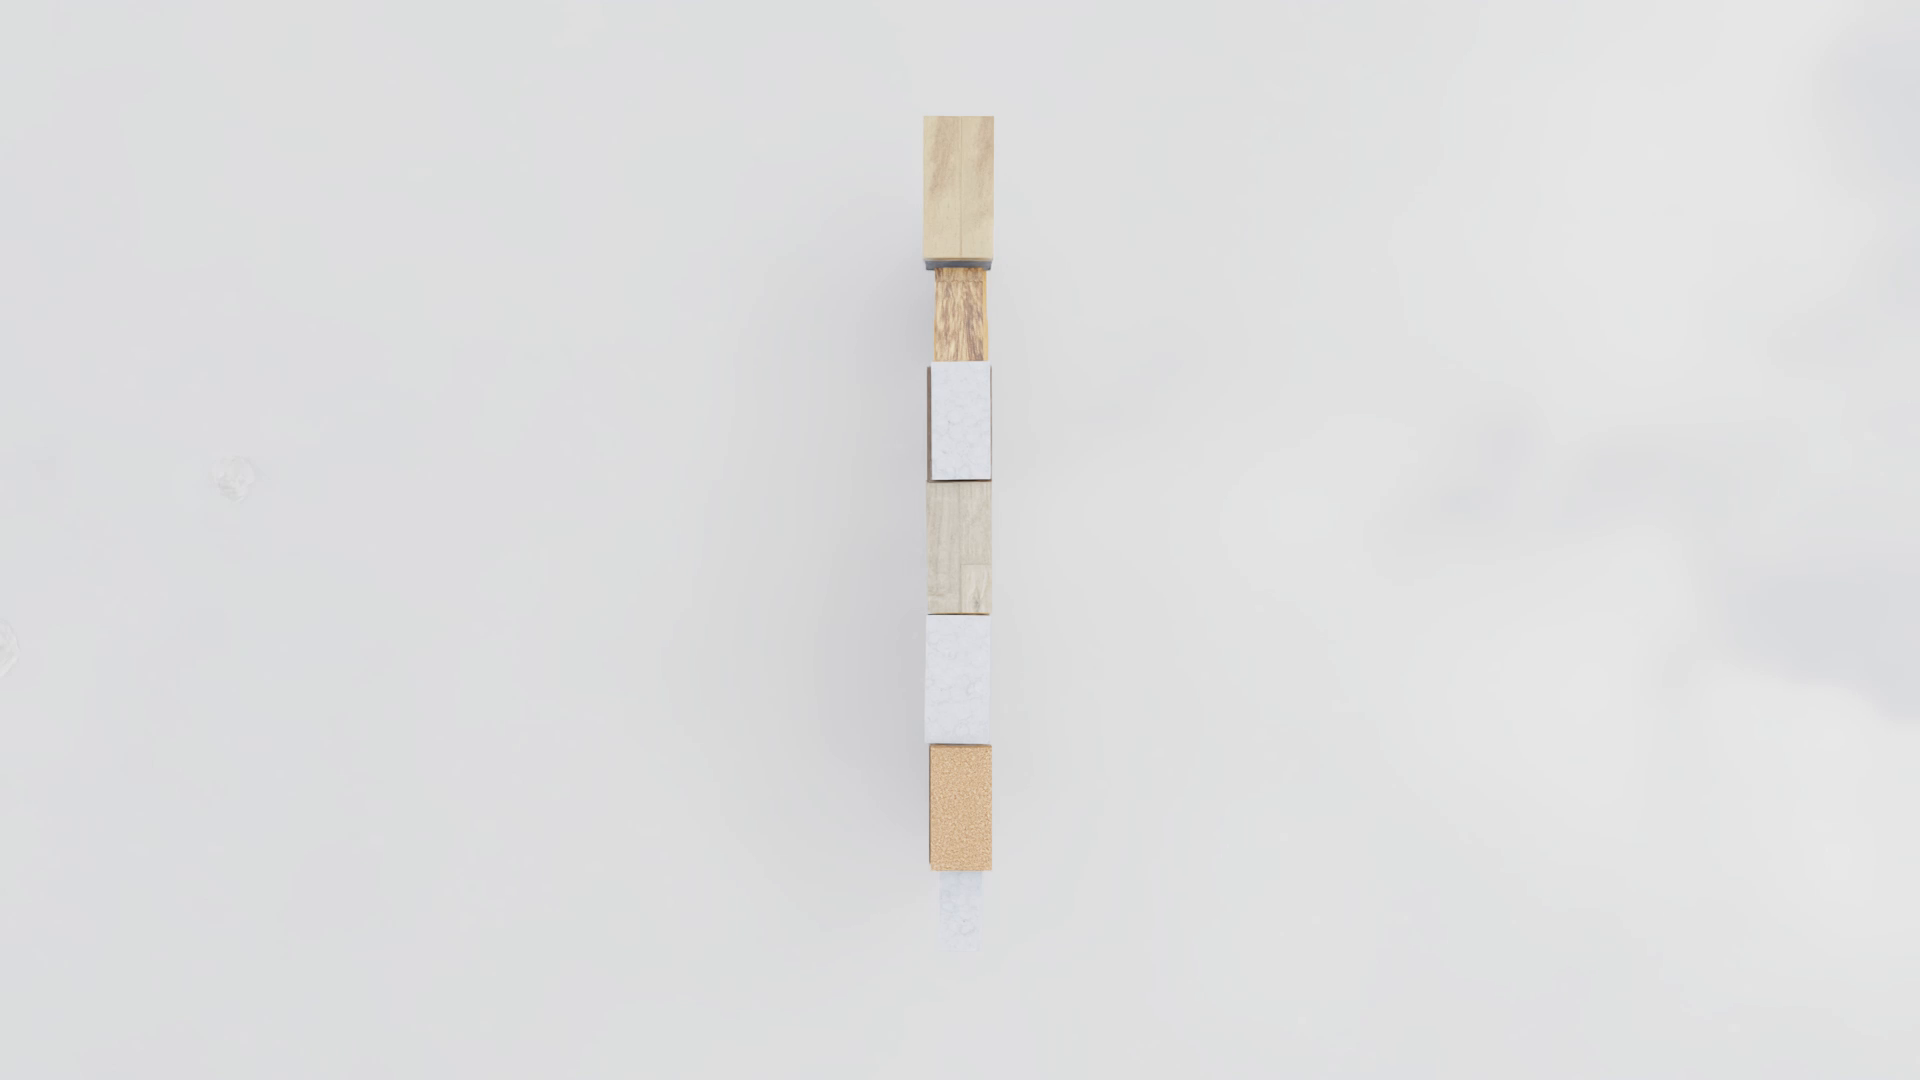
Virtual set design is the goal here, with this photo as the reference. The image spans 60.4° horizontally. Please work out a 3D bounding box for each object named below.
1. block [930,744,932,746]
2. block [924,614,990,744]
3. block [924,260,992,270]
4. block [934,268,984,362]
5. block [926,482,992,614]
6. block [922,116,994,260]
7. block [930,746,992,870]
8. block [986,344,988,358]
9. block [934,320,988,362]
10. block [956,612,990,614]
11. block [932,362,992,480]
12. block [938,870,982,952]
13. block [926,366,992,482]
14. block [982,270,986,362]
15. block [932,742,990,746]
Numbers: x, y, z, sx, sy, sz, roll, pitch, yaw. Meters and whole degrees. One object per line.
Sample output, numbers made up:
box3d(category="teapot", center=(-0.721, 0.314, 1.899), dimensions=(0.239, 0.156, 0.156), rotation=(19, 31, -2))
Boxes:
box3d(category="block", center=(-0.003, 0.722, 4.519), dimensions=(0.162, 0.046, 0.323), rotation=(0, 90, 0))
box3d(category="block", center=(-0.006, 0.354, 4.208), dimensions=(0.163, 0.046, 0.327), rotation=(1, 90, 0))
box3d(category="block", center=(-0.004, -0.764, 4.344), dimensions=(0.177, 0.354, 0.050), rotation=(0, 90, 0))
box3d(category="block", center=(-0.002, -0.576, 4.257), dimensions=(0.123, 0.035, 0.247), rotation=(0, 90, 0))
box3d(category="block", center=(-0.001, 0.019, 4.204), dimensions=(0.166, 0.047, 0.331), rotation=(-1, 90, 0))
box3d(category="block", center=(-0.004, -0.882, 4.142), dimensions=(0.177, 0.050, 0.354), rotation=(0, 90, 0))
box3d(category="block", center=(0.003, 0.676, 4.165), dimensions=(0.155, 0.044, 0.310), rotation=(0, 90, 0))
box3d(category="block", center=(0.005, -0.522, 4.700), dimensions=(0.139, 0.279, 0.040), rotation=(0, 90, 0))
box3d(category="block", center=(0.004, -0.514, 5.136), dimensions=(0.170, 0.048, 0.340), rotation=(0, 90, 0))
box3d(category="block", center=(0.005, 0.219, 4.581), dimensions=(0.155, 0.044, 0.310), rotation=(0, 90, 0))
box3d(category="block", center=(0.003, -0.301, 4.174), dimensions=(0.149, 0.042, 0.297), rotation=(0, 90, 0))
box3d(category="block", center=(0.000, 0.947, 4.258), dimensions=(0.111, 0.031, 0.222), rotation=(1, 90, 0))
box3d(category="block", center=(-0.001, -0.295, 4.517), dimensions=(0.177, 0.050, 0.355), rotation=(0, 90, 0))
box3d(category="block", center=(0.003, -0.615, 4.541), dimensions=(0.139, 0.040, 0.279), rotation=(0, 90, 0))
box3d(category="block", center=(0.003, 0.573, 4.341), dimensions=(0.155, 0.310, 0.044), rotation=(0, 90, 0))
